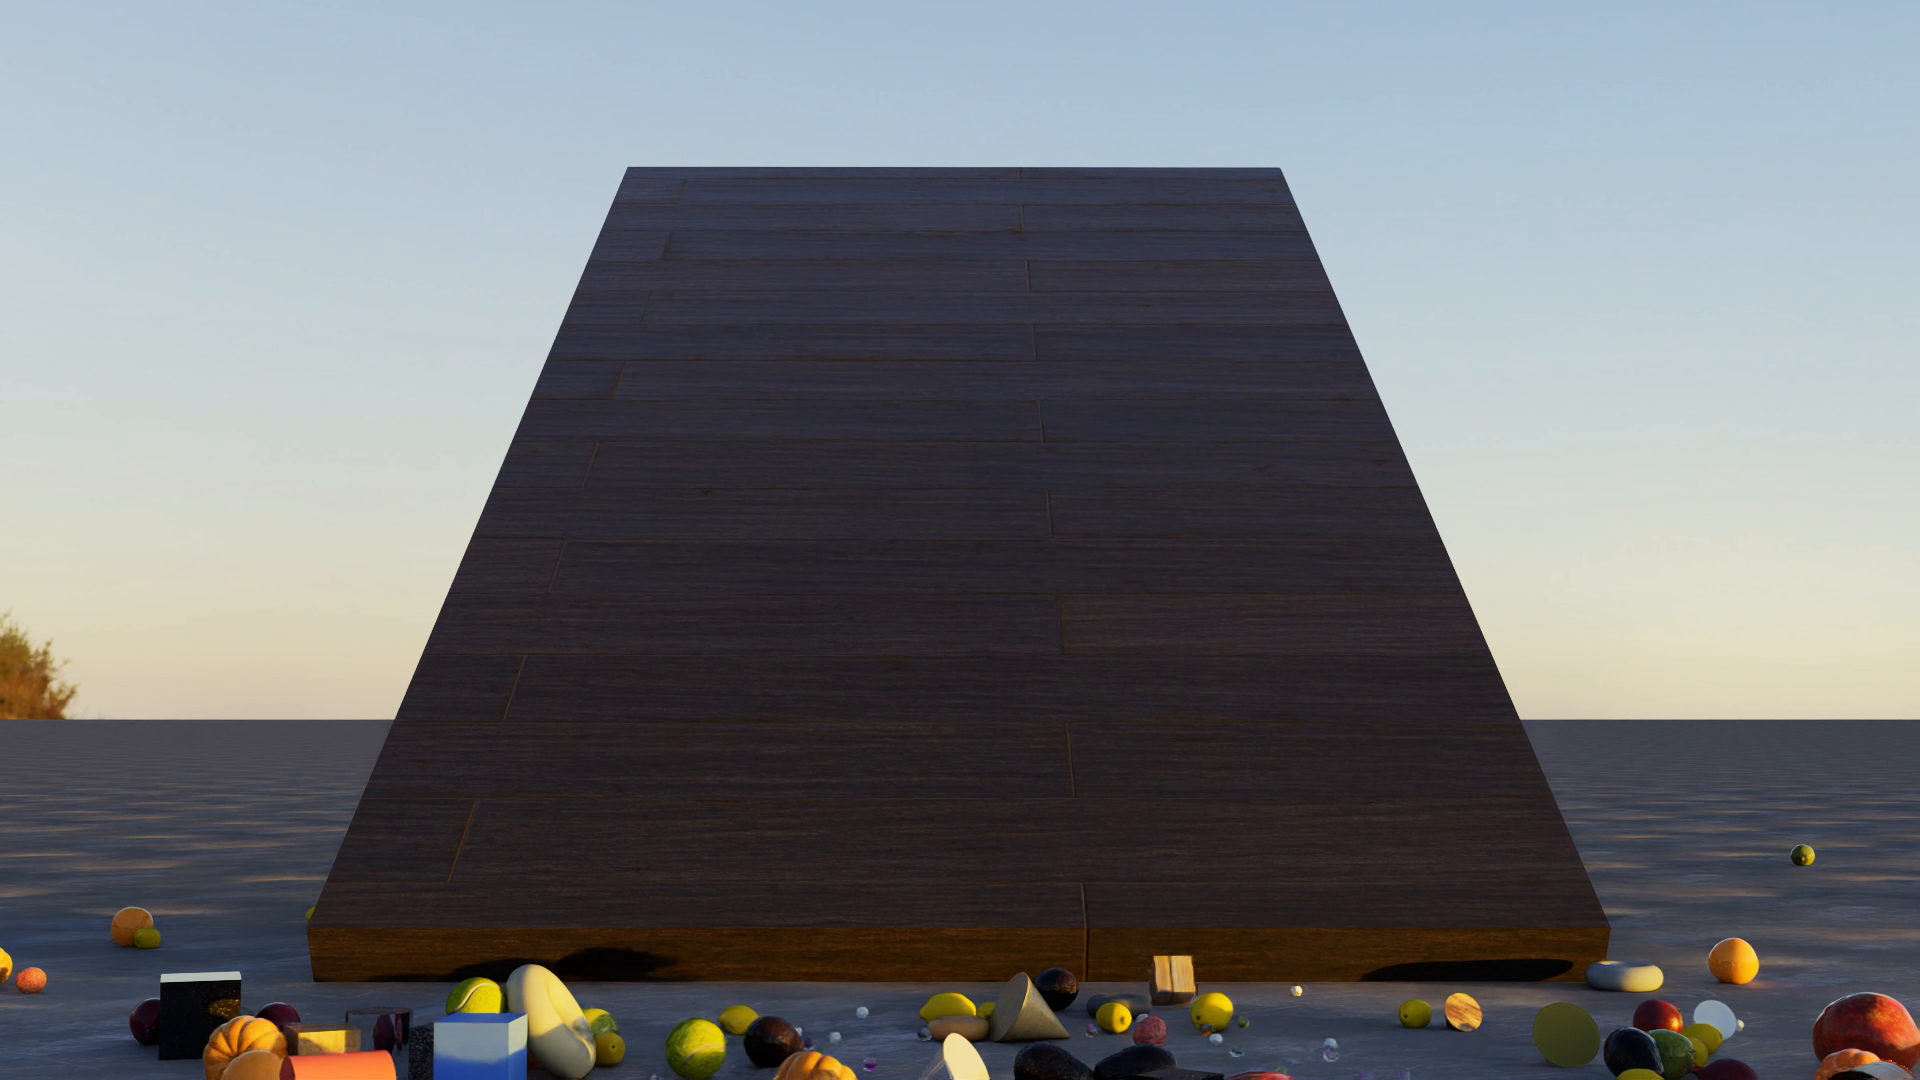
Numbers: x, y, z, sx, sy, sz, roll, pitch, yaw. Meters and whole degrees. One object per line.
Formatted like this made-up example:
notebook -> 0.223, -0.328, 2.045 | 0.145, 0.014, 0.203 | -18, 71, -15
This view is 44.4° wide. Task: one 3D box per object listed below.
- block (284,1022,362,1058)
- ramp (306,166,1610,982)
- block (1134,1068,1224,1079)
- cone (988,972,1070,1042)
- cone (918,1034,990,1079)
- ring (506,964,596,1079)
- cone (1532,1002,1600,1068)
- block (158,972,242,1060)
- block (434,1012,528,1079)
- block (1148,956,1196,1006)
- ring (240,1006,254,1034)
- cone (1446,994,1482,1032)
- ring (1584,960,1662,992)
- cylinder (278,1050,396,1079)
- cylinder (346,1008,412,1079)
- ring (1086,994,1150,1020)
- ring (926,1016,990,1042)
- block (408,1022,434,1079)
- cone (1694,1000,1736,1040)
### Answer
block -> -0.707, 0.575, 2.608 | 0.068, 0.068, 0.068 | 2, -5, -28
ramp -> -0.010, -0.229, 5.430 | 2.000, 0.100, 4.000 | 0, 26, 0
block -> 0.214, 0.554, 2.297 | 0.063, 0.063, 0.063 | -3, -5, 39
cone -> 0.102, 0.616, 3.004 | 0.096, 0.096, 0.096 | 29, -12, -13
cone -> -0.028, 0.579, 2.475 | 0.090, 0.090, 0.090 | -30, -15, 19
ring -> -0.469, 0.552, 2.695 | 0.049, 0.146, 0.146 | -33, -5, 0
cone -> 0.716, 0.606, 2.819 | 0.080, 0.080, 0.080 | 0, -31, -3
block -> -0.932, 0.583, 2.885 | 0.093, 0.093, 0.093 | 1, -4, -18
block -> -0.526, 0.566, 2.581 | 0.082, 0.082, 0.082 | 0, -4, 4
block -> 0.296, 0.619, 3.296 | 0.053, 0.053, 0.053 | 1, -32, -5
ring -> -0.969, 0.627, 3.066 | 0.097, 0.032, 0.097 | 0, -5, 0
cone -> 0.655, 0.634, 3.115 | 0.052, 0.052, 0.052 | 1, -31, -17
ring -> 1.004, 0.660, 3.559 | 0.115, 0.038, 0.115 | 1, -3, 0
cylinder -> -0.593, 0.535, 2.237 | 0.093, 0.093, 0.093 | 2, -5, -27
cylinder -> -0.665, 0.577, 2.691 | 0.076, 0.076, 0.076 | 0, -4, 0
ring -> 0.217, 0.640, 3.225 | 0.089, 0.030, 0.089 | 0, -6, 0
ring -> -0.002, 0.625, 3.010 | 0.081, 0.027, 0.081 | -1, -5, 0
block -> -0.592, 0.586, 2.694 | 0.058, 0.058, 0.058 | -1, -4, 12
cone -> 0.965, 0.628, 3.031 | 0.054, 0.054, 0.054 | 0, -31, 0
